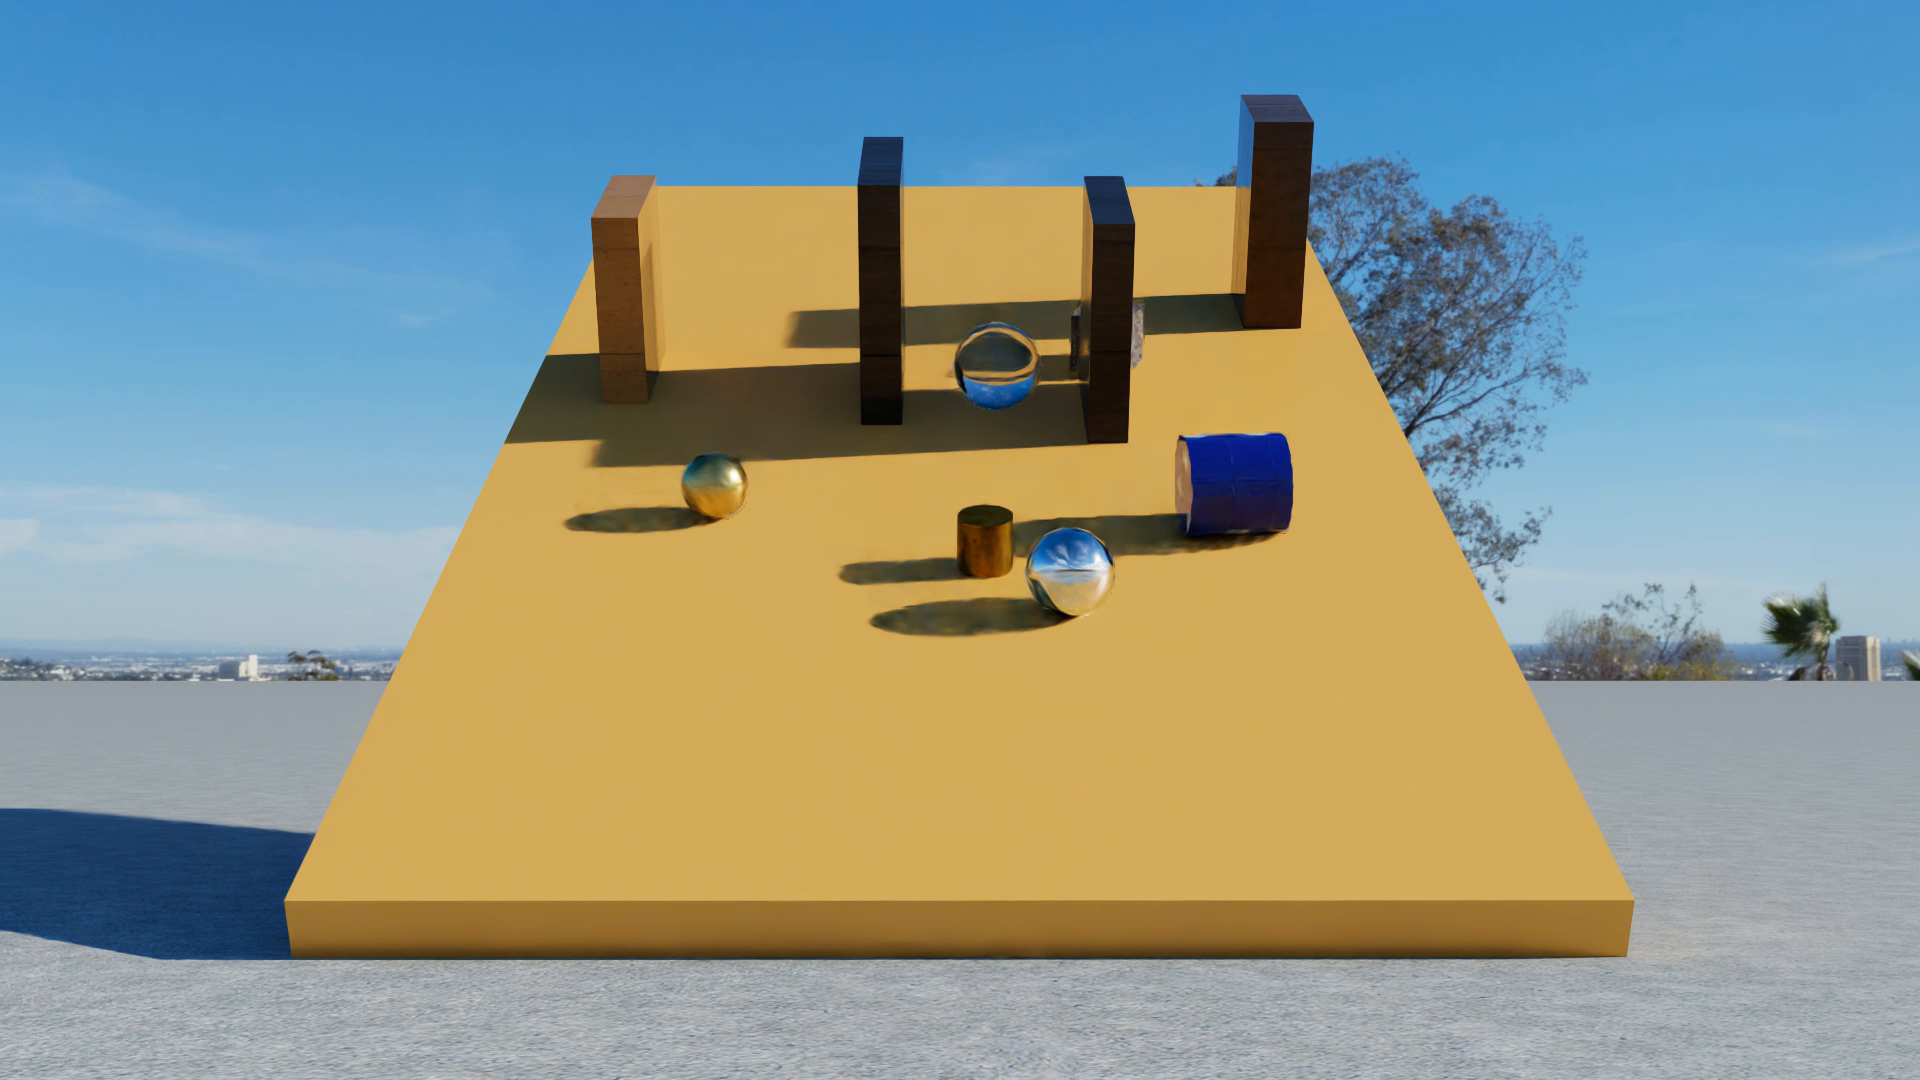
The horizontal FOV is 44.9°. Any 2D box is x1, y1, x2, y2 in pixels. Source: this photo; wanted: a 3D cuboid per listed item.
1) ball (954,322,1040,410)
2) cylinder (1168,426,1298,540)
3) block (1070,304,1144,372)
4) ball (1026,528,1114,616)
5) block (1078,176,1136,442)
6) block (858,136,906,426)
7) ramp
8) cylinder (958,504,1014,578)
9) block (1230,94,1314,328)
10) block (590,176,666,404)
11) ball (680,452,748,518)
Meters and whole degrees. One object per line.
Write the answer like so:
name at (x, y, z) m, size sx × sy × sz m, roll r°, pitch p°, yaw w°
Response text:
ball at (0.084, -0.398, 5.308) m, size 0.198 × 0.198 × 0.198 m, roll 0°, pitch -3°, yaw 0°
cylinder at (0.546, -0.113, 4.660) m, size 0.201 × 0.201 × 0.201 m, roll 9°, pitch -5°, yaw -12°
block at (0.353, -0.485, 5.578) m, size 0.141 × 0.141 × 0.141 m, roll 8°, pitch 25°, yaw 17°
ball at (0.204, 0.059, 4.313) m, size 0.165 × 0.165 × 0.165 m, roll 0°, pitch -3°, yaw 0°
block at (0.327, -0.522, 5.216) m, size 0.089 × 0.500 × 0.389 m, roll 0°, pitch 24°, yaw 0°
block at (-0.177, -0.599, 5.320) m, size 0.092 × 0.554 × 0.427 m, roll 0°, pitch 24°, yaw 0°
ramp at (-0.008, -0.228, 5.290) m, size 2.000 × 0.100 × 4.000 m, roll 0°, pitch 24°, yaw 0°
cylinder at (0.049, 0.003, 4.510) m, size 0.109 × 0.109 × 0.109 m, roll 0°, pitch 24°, yaw 0°
block at (0.788, -0.834, 5.892) m, size 0.145 × 0.528 × 0.293 m, roll 0°, pitch 24°, yaw 0°
block at (-0.772, -0.590, 5.436) m, size 0.104 × 0.442 × 0.364 m, roll 0°, pitch 24°, yaw 0°
ball at (-0.500, -0.111, 4.731) m, size 0.136 × 0.136 × 0.136 m, roll 0°, pitch -3°, yaw 0°
